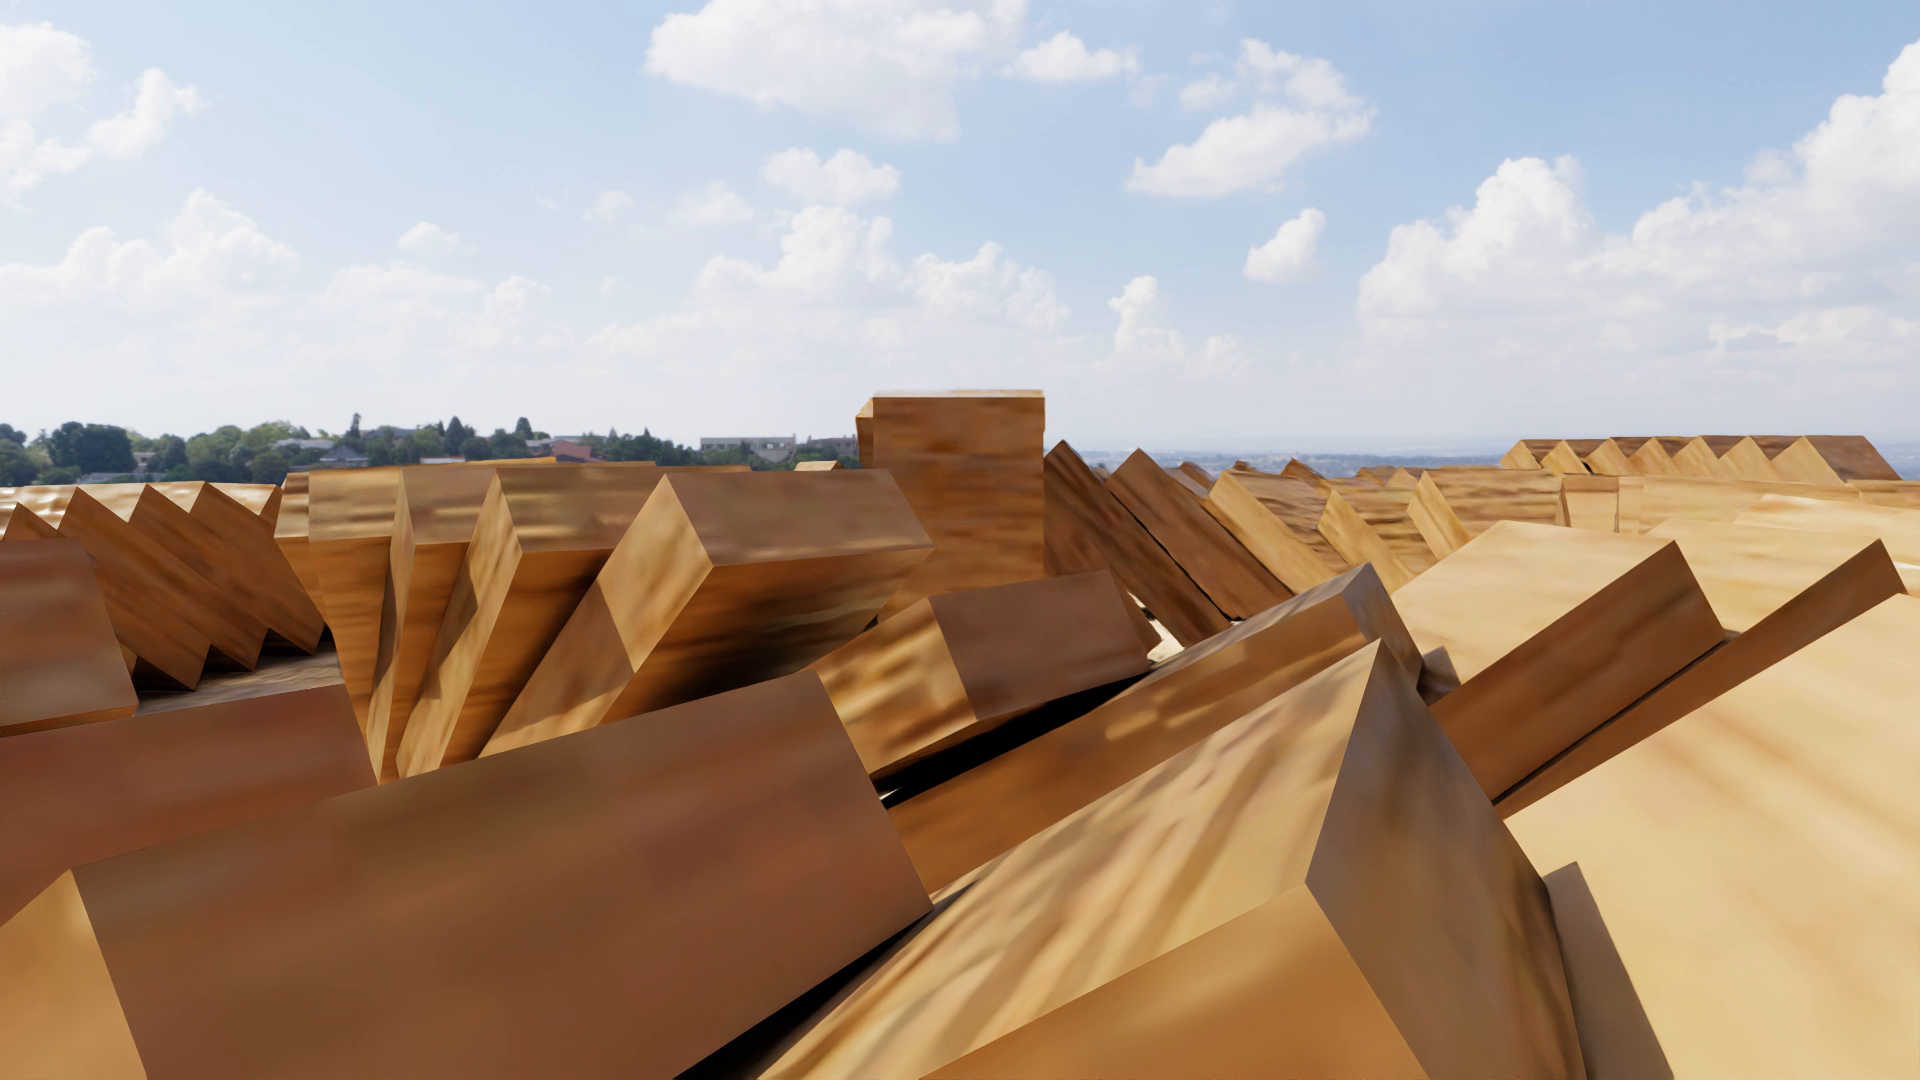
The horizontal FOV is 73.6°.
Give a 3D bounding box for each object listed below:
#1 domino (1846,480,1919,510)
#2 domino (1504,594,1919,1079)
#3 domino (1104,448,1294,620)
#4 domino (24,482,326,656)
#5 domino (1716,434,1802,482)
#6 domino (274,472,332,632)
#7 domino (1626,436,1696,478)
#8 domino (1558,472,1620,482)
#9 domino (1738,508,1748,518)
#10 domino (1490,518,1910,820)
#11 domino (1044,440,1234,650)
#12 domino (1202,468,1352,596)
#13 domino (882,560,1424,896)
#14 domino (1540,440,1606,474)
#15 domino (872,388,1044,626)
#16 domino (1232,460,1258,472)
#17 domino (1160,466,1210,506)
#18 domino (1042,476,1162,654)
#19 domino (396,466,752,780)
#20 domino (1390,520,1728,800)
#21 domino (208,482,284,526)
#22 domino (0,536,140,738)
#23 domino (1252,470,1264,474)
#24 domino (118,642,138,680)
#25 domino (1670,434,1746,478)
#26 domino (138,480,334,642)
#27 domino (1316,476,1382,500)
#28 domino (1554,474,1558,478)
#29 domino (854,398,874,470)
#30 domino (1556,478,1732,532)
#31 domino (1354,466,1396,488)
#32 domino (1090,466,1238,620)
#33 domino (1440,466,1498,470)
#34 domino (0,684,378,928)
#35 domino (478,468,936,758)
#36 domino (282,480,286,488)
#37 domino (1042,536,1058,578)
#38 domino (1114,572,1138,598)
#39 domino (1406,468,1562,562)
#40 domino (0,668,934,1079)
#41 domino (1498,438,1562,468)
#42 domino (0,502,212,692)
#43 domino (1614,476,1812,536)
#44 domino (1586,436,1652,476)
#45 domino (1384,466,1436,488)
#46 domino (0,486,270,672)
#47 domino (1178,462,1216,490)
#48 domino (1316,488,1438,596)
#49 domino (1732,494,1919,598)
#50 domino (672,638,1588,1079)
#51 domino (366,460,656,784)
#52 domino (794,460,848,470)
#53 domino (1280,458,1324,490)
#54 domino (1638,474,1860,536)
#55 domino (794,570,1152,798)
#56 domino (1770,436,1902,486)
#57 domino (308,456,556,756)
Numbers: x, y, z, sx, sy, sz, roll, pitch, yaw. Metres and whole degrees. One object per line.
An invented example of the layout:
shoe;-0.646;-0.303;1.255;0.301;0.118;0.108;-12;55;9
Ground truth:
domino;0.173;0.008;0.214;0.025;0.009;0.050;1;38;-5
domino;0.013;0.021;0.038;0.050;0.010;0.025;-35;0;11
domino;0.050;0.003;0.249;0.050;0.009;0.025;45;9;4
domino;-0.144;0.007;0.237;0.025;0.010;0.050;-1;-29;13
domino;0.200;-0.002;0.294;0.025;0.050;0.009;-2;-35;-29
domino;-0.070;0.009;0.173;0.025;0.010;0.050;-4;-35;-8
domino;0.190;-0.003;0.317;0.025;0.050;0.010;-2;-35;-28
domino;0.149;0.004;0.268;0.025;0.010;0.050;1;37;-26
domino;0.088;0.015;0.139;0.050;0.010;0.025;-39;23;-26
domino;0.055;0.016;0.116;0.050;0.010;0.025;-33;8;-4
domino;0.034;0.002;0.252;0.009;0.050;0.025;-42;-1;7
domino;0.073;0.005;0.251;0.025;0.010;0.050;3;35;-39
domino;0.012;0.018;0.108;0.050;0.010;0.025;-29;-7;21
domino;0.179;-0.005;0.340;0.025;0.050;0.009;-2;-37;-28
domino;0.000;0.002;0.197;0.025;0.050;0.009;0;14;1
domino;0.103;-0.005;0.386;0.050;0.009;0.025;39;14;14
domino;0.069;0.000;0.320;0.050;0.009;0.025;38;14;14
domino;0.016;0.001;0.245;0.010;0.050;0.025;-39;13;-10
domino;-0.040;0.012;0.134;0.025;0.010;0.050;-3;-36;-38
domino;0.037;0.017;0.114;0.050;0.010;0.025;-33;8;-4
domino;-0.135;0.005;0.277;0.025;0.009;0.050;3;-27;32
domino;-0.064;0.019;0.064;0.050;0.010;0.025;-41;-20;32
domino;0.088;0.001;0.315;0.050;0.010;0.025;38;19;20
domino;-0.143;0.011;0.180;0.025;0.009;0.050;-2;-28;-3
domino;0.195;-0.003;0.306;0.025;0.050;0.010;-2;-35;-28
domino;-0.142;0.005;0.256;0.025;0.009;0.050;0;-29;21
domino;0.110;0.002;0.307;0.025;0.010;0.050;-5;38;-48
domino;0.140;0.004;0.282;0.025;0.010;0.050;-2;38;-30
domino;-0.001;0.001;0.213;0.025;0.050;0.010;1;25;13
domino;0.107;0.010;0.194;0.025;0.010;0.050;1;40;16
domino;0.139;-0.003;0.373;0.050;0.010;0.025;42;27;28
domino;0.052;0.000;0.323;0.050;0.009;0.025;37;11;9
domino;0.159;-0.003;0.364;0.025;0.010;0.050;-2;39;-30
domino;-0.049;0.022;0.055;0.050;0.010;0.025;-32;-14;32
domino;-0.027;0.013;0.124;0.025;0.009;0.050;-5;-35;-47
domino;-0.127;0.003;0.291;0.025;0.010;0.050;2;-28;33
domino;0.003;0.001;0.230;0.025;0.050;0.009;2;33;46
domino;0.032;-0.001;0.325;0.050;0.010;0.025;36;4;5
domino;0.098;0.007;0.215;0.025;0.009;0.050;-1;42;-11
domino;-0.028;0.022;0.046;0.050;0.009;0.025;-33;-12;26
domino;0.172;-0.006;0.351;0.025;0.050;0.009;-2;-37;-28
domino;-0.144;0.010;0.201;0.025;0.009;0.050;0;-28;2
domino;0.104;0.011;0.177;0.025;0.010;0.050;4;41;25
domino;0.185;-0.004;0.328;0.025;0.050;0.010;-2;-35;-28
domino;0.124;0.002;0.297;0.025;0.009;0.050;0;37;-43
domino;-0.146;0.008;0.219;0.025;0.009;0.050;-1;-29;8
domino;0.087;-0.005;0.389;0.050;0.009;0.025;38;12;11
domino;0.089;0.008;0.233;0.025;0.010;0.050;-2;36;-20
domino;0.075;0.015;0.125;0.050;0.009;0.025;-36;18;-13
domino;-0.007;0.022;0.039;0.050;0.009;0.025;-34;-8;20
domino;-0.051;0.011;0.145;0.025;0.010;0.050;-4;-36;-32
domino;-0.018;0.000;0.306;0.050;0.009;0.025;39;-14;-23
domino;0.118;-0.005;0.381;0.050;0.010;0.025;39;14;17
domino;0.098;0.011;0.162;0.025;0.010;0.050;6;42;28
domino;-0.011;0.018;0.114;0.050;0.010;0.025;-31;-15;35
domino;0.205;-0.001;0.283;0.025;0.050;0.010;-2;-35;-29
domino;-0.062;0.010;0.157;0.025;0.009;0.050;-5;-35;-20
